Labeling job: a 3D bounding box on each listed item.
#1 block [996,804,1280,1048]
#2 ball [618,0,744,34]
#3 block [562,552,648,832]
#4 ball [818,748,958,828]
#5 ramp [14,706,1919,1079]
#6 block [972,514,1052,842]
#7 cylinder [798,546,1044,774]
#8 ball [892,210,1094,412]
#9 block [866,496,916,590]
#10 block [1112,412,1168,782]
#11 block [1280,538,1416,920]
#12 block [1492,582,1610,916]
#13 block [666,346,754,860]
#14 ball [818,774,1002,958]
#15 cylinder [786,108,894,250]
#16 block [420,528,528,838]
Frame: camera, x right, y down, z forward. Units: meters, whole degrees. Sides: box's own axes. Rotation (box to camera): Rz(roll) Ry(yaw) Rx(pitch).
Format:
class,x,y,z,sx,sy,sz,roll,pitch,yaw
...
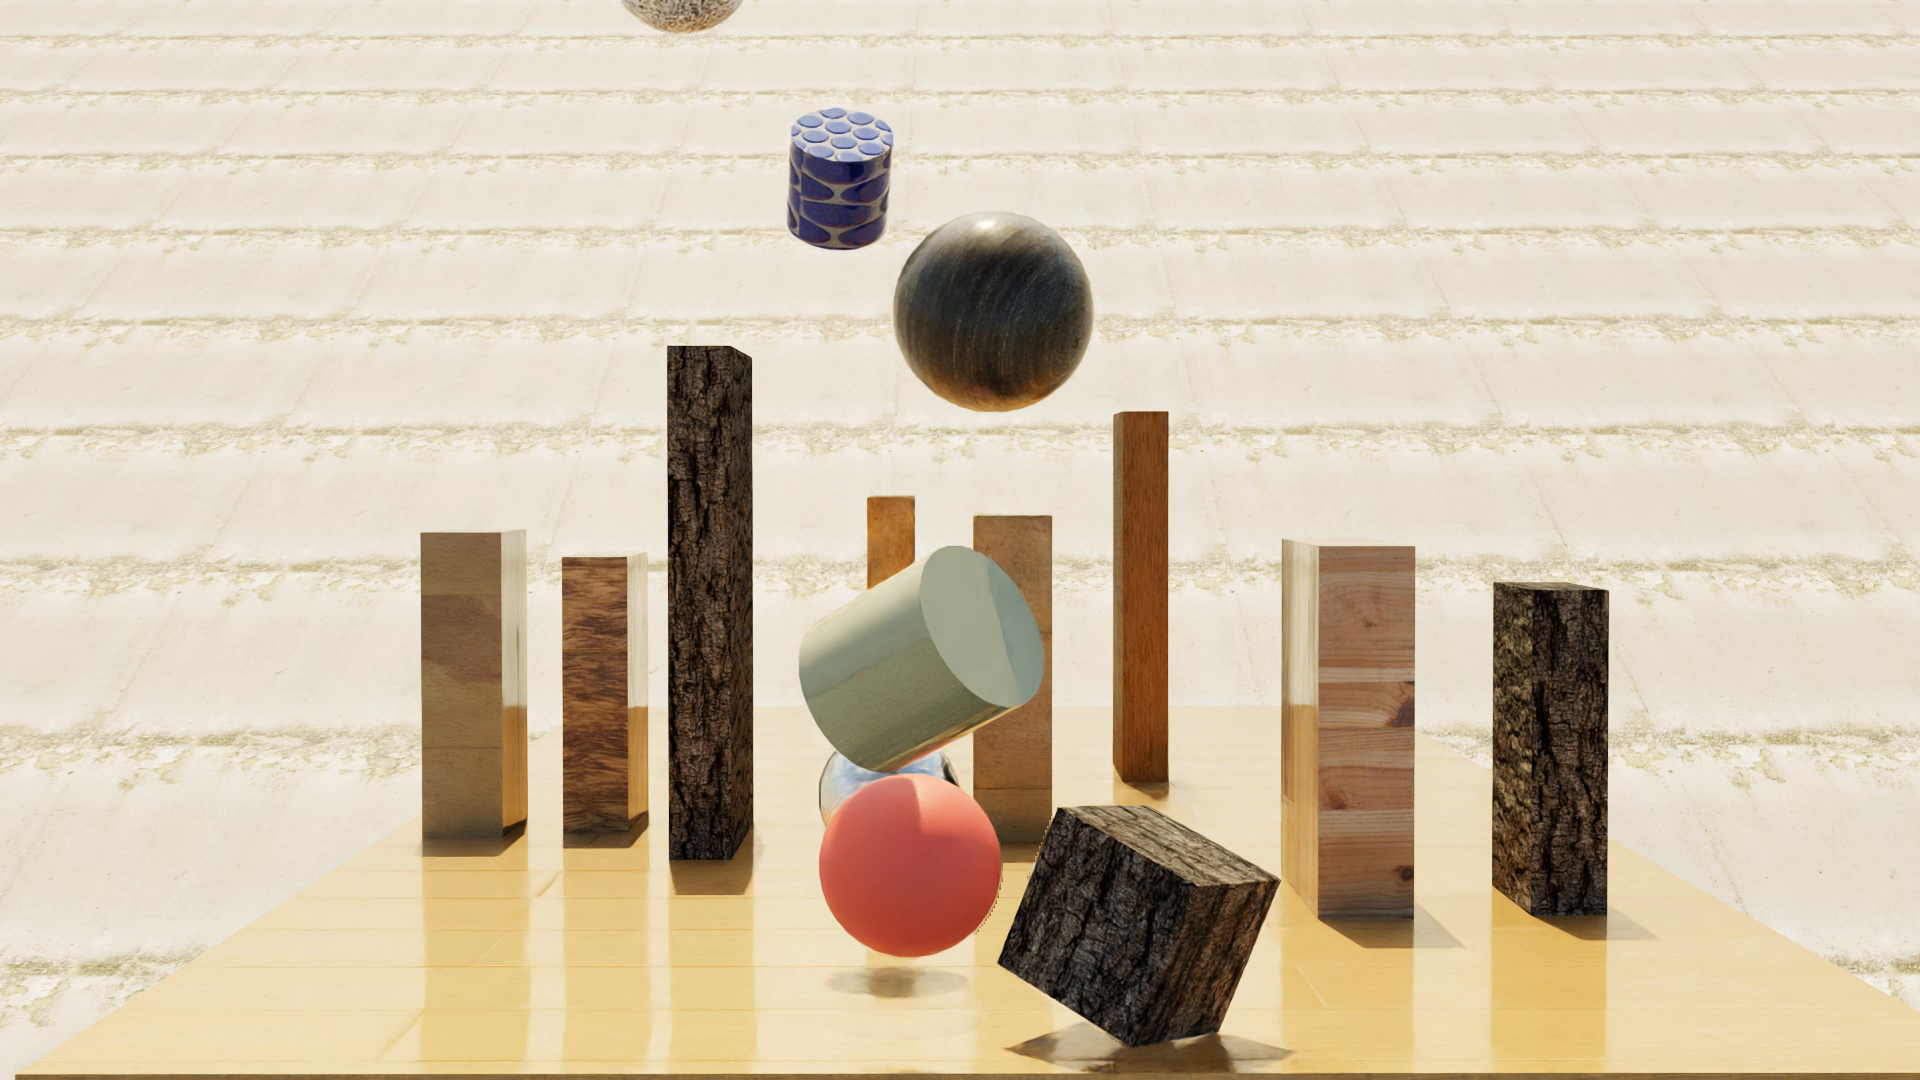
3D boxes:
class,x,y,z,sx,sy,sz,roll,pitch,yaw
block,0.189,0.401,2.711,0.181,0.181,0.181,27,11,33
ball,-0.237,-0.495,2.191,0.129,0.129,0.129,0,26,0
block,-0.606,0.252,4.419,0.109,0.457,0.284,0,2,0
ball,-0.086,0.308,3.107,0.170,0.170,0.170,0,26,0
ramp,0.058,0.527,4.564,2.000,0.100,4.000,0,2,0
block,0.085,0.221,4.274,0.126,0.527,0.243,0,2,0
cylinder,-0.035,0.109,2.344,0.158,0.158,0.158,-31,7,35
ball,0.033,-0.225,2.540,0.199,0.199,0.199,0,26,0
block,-0.145,0.179,5.526,0.094,0.544,0.391,0,2,0
block,0.357,0.105,5.111,0.088,0.713,0.310,0,2,0
block,0.541,0.252,3.631,0.129,0.498,0.393,0,2,0
block,0.819,0.283,3.590,0.103,0.438,0.254,0,2,0
block,-0.401,0.091,4.179,0.097,0.791,0.434,0,2,0
ball,-0.049,0.322,2.554,0.181,0.181,0.181,0,26,0
cylinder,-0.126,-0.378,2.705,0.107,0.107,0.107,4,39,-3
block,-0.813,0.234,4.331,0.132,0.499,0.247,0,2,0
